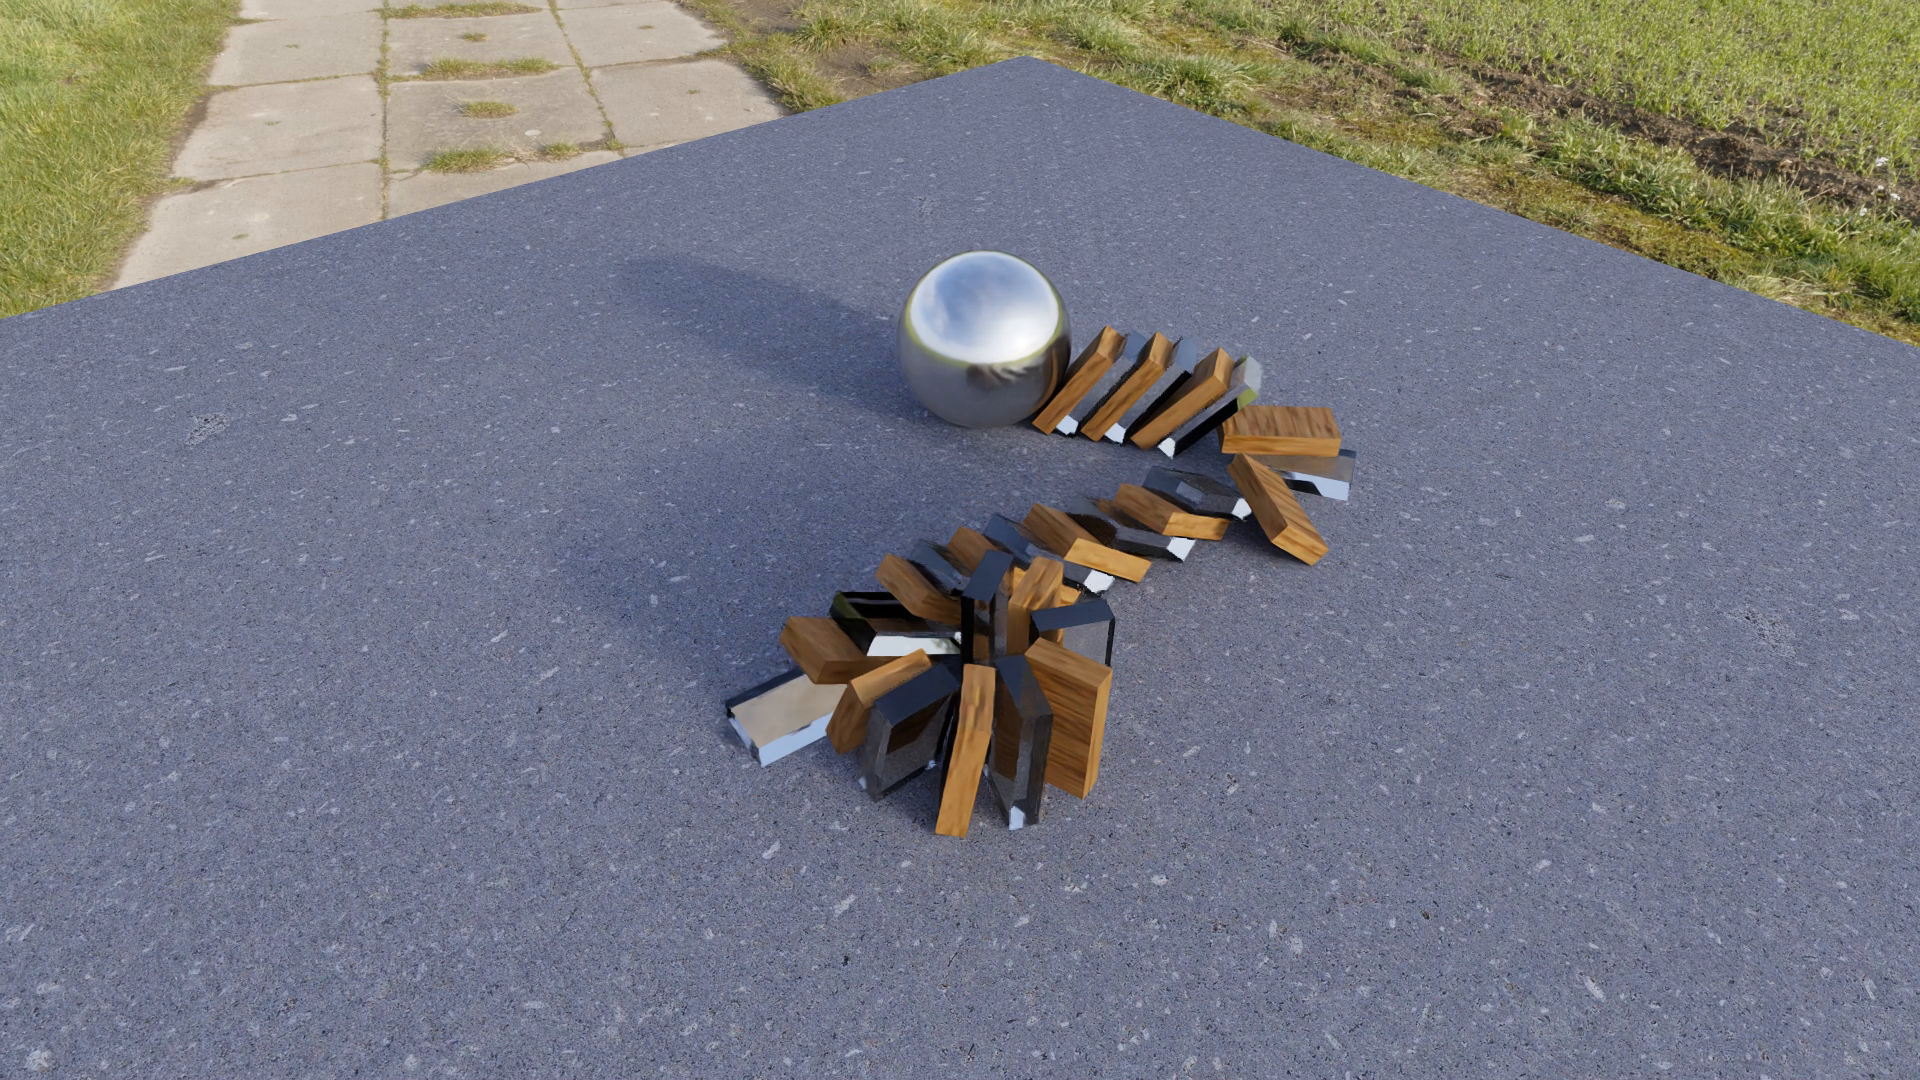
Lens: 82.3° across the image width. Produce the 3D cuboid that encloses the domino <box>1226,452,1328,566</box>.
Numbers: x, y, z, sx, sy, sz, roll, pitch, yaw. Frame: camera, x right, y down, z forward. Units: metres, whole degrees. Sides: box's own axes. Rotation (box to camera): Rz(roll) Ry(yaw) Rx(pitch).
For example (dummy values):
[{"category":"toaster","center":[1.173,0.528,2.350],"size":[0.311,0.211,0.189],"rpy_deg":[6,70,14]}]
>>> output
[{"category":"domino","center":[0.129,-0.013,0.449],"size":[0.025,0.010,0.050],"rpy_deg":[26,30,-29]}]

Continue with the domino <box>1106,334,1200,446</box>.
[{"category":"domino","center":[0.086,-0.067,0.495],"size":[0.010,0.050,0.025],"rpy_deg":[35,41,-9]}]

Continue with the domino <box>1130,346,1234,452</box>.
[{"category":"domino","center":[0.099,-0.063,0.492],"size":[0.009,0.050,0.025],"rpy_deg":[40,40,-14]}]

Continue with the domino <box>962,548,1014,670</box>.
[{"category":"domino","center":[0.009,0.031,0.374],"size":[0.009,0.050,0.025],"rpy_deg":[13,41,16]}]

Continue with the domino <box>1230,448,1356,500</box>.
[{"category":"domino","center":[0.147,-0.033,0.484],"size":[0.050,0.010,0.025],"rpy_deg":[13,41,16]}]

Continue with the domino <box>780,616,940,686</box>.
[{"category":"domino","center":[-0.034,0.038,0.377],"size":[0.050,0.010,0.025],"rpy_deg":[6,27,-44]}]

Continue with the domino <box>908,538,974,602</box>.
[{"category":"domino","center":[0.006,0.015,0.399],"size":[0.050,0.009,0.025],"rpy_deg":[19,17,-48]}]

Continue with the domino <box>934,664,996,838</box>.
[{"category":"domino","center":[0.001,0.064,0.333],"size":[0.010,0.050,0.025],"rpy_deg":[9,39,-2]}]

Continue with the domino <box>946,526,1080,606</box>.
[{"category":"domino","center":[0.021,0.011,0.406],"size":[0.050,0.009,0.025],"rpy_deg":[20,16,-47]}]

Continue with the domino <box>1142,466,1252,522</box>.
[{"category":"domino","center":[0.097,-0.019,0.445],"size":[0.025,0.010,0.050],"rpy_deg":[34,18,34]}]

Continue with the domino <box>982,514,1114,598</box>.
[{"category":"domino","center":[0.033,0.006,0.412],"size":[0.050,0.009,0.025],"rpy_deg":[20,16,-47]}]

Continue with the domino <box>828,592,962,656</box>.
[{"category":"domino","center":[-0.019,0.030,0.389],"size":[0.050,0.010,0.025],"rpy_deg":[5,27,-45]}]

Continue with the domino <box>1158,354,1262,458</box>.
[{"category":"domino","center":[0.111,-0.059,0.488],"size":[0.010,0.050,0.025],"rpy_deg":[40,40,-14]}]

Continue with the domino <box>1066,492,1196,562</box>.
[{"category":"domino","center":[0.067,-0.005,0.429],"size":[0.050,0.010,0.025],"rpy_deg":[9,25,-45]}]

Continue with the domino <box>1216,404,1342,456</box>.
[{"category":"domino","center":[0.140,-0.049,0.488],"size":[0.050,0.010,0.025],"rpy_deg":[2,39,3]}]

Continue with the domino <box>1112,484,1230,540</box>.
[{"category":"domino","center":[0.085,-0.011,0.437],"size":[0.025,0.009,0.050],"rpy_deg":[34,19,35]}]

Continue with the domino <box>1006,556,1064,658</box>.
[{"category":"domino","center":[0.025,0.033,0.371],"size":[0.009,0.050,0.025],"rpy_deg":[16,42,18]}]

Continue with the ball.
[{"category":"ball","center":[0.011,-0.091,0.498],"size":[0.080,0.080,0.080],"rpy_deg":[0,39,0]}]

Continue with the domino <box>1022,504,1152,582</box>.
[{"category":"domino","center":[0.049,0.001,0.419],"size":[0.050,0.010,0.025],"rpy_deg":[16,20,-47]}]

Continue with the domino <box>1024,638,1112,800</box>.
[{"category":"domino","center":[0.032,0.056,0.343],"size":[0.025,0.050,0.010],"rpy_deg":[23,42,25]}]

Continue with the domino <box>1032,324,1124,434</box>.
[{"category":"domino","center":[0.054,-0.073,0.503],"size":[0.009,0.050,0.025],"rpy_deg":[35,41,-9]}]

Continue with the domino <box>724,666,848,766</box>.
[{"category":"domino","center":[-0.051,0.055,0.376],"size":[0.050,0.009,0.025],"rpy_deg":[-24,45,-26]}]

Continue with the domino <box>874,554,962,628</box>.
[{"category":"domino","center":[-0.005,0.020,0.395],"size":[0.050,0.009,0.025],"rpy_deg":[19,17,-49]}]

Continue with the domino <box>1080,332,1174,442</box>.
[{"category":"domino","center":[0.075,-0.069,0.498],"size":[0.009,0.050,0.025],"rpy_deg":[35,41,-9]}]

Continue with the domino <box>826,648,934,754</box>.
[{"category":"domino","center":[-0.026,0.052,0.349],"size":[0.025,0.050,0.009],"rpy_deg":[-22,72,-25]}]

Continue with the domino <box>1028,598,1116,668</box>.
[{"category":"domino","center":[0.035,0.043,0.359],"size":[0.025,0.050,0.009],"rpy_deg":[-9,40,-11]}]

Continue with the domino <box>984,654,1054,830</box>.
[{"category":"domino","center":[0.017,0.062,0.335],"size":[0.009,0.050,0.025],"rpy_deg":[-9,40,-16]}]

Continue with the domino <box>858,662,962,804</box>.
[{"category":"domino","center":[-0.016,0.060,0.338],"size":[0.025,0.050,0.009],"rpy_deg":[-27,61,-29]}]

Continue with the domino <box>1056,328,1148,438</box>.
[{"category":"domino","center":[0.064,-0.071,0.500],"size":[0.009,0.050,0.025],"rpy_deg":[35,41,-9]}]
